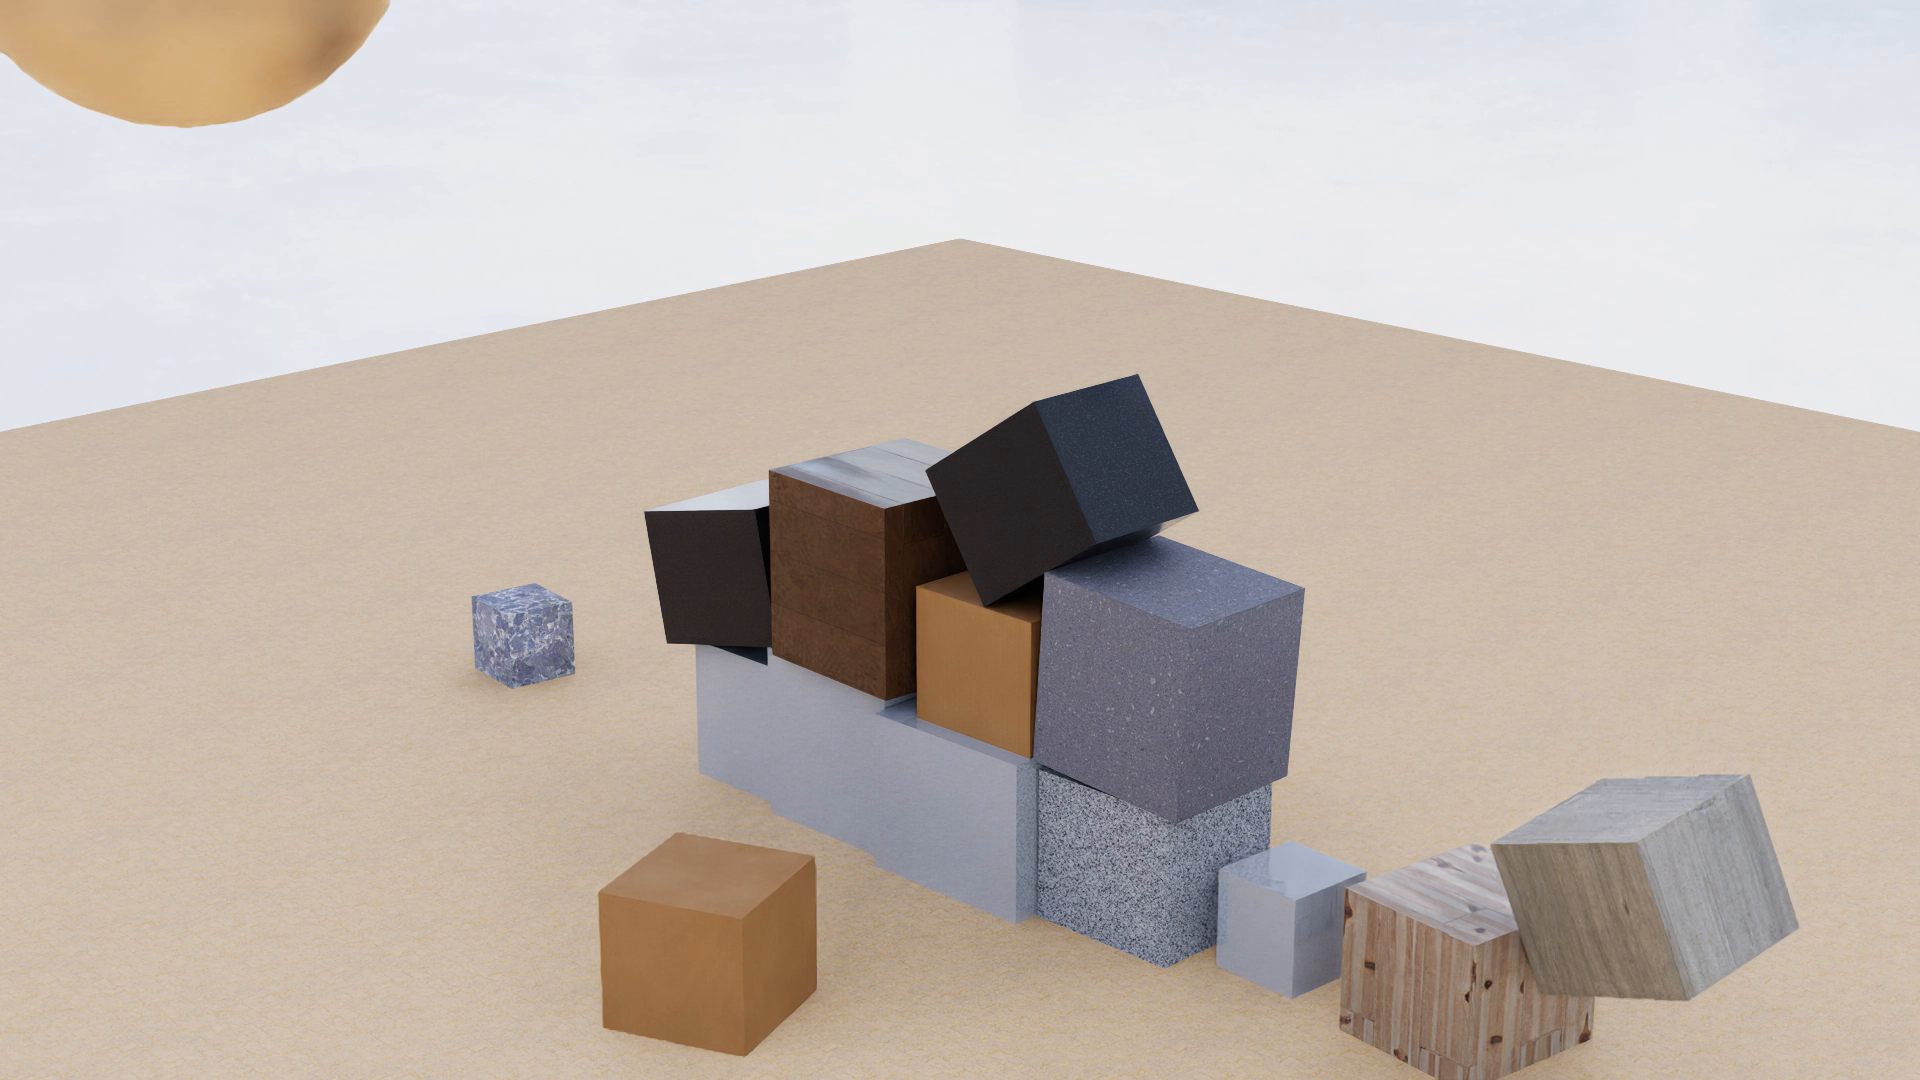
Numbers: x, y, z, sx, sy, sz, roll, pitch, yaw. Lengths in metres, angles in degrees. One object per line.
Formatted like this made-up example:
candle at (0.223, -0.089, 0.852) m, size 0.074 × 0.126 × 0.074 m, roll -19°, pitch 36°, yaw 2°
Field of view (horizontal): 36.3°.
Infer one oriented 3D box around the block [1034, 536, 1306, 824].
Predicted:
block at (0.892, 0.582, 12.616) m, size 0.822 × 0.878 × 0.742 m, roll 21°, pitch 27°, yaw 40°

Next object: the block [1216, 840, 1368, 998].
block at (1.410, 1.610, 12.473) m, size 0.449 × 0.449 × 0.433 m, roll -15°, pitch 23°, yaw -39°

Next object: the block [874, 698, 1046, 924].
block at (0.243, 1.147, 13.442) m, size 0.896 × 0.751 × 0.903 m, roll -17°, pitch 24°, yaw -42°

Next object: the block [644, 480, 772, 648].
block at (-0.931, 0.101, 14.361) m, size 0.775 × 0.667 × 0.846 m, roll -17°, pitch 11°, yaw -43°

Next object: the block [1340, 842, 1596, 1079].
block at (2.058, 1.712, 11.848) m, size 0.749 × 0.630 × 0.692 m, roll -13°, pitch 22°, yaw -36°

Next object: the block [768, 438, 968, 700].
block at (-0.299, 0.118, 13.636) m, size 0.831 × 0.906 × 0.826 m, roll -15°, pitch 23°, yaw -39°

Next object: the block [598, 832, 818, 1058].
block at (-1.029, 1.654, 12.069) m, size 0.649 × 0.608 × 0.668 m, roll 7°, pitch 19°, yaw 22°

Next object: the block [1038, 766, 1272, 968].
block at (0.854, 1.344, 12.901) m, size 0.689 × 0.700 × 0.749 m, roll -17°, pitch 24°, yaw -42°

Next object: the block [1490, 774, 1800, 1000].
block at (2.627, 1.328, 11.271) m, size 0.665 × 0.632 × 0.773 m, roll -23°, pitch 7°, yaw -33°

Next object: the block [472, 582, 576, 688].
block at (-2.382, 0.520, 15.999) m, size 0.392 × 0.415 × 0.413 m, roll -13°, pitch 21°, yaw -35°

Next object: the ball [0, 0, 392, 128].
ball at (-2.646, -2.195, 9.878) m, size 1.600 × 1.600 × 1.600 m, roll 0°, pitch 17°, yaw 0°

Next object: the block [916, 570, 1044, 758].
block at (0.315, 0.503, 13.193) m, size 0.735 × 0.627 × 0.708 m, roll -17°, pitch 24°, yaw -42°

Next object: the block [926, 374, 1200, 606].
block at (0.441, -0.216, 12.800) m, size 0.667 × 0.658 × 0.781 m, roll -17°, pitch -9°, yaw -43°

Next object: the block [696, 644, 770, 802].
block at (-0.866, 0.827, 14.538) m, size 0.615 × 0.704 × 0.627 m, roll -17°, pitch 24°, yaw -42°

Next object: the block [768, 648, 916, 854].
block at (-0.373, 0.919, 14.010) m, size 0.722 × 0.847 × 0.807 m, roll -17°, pitch 24°, yaw -42°
